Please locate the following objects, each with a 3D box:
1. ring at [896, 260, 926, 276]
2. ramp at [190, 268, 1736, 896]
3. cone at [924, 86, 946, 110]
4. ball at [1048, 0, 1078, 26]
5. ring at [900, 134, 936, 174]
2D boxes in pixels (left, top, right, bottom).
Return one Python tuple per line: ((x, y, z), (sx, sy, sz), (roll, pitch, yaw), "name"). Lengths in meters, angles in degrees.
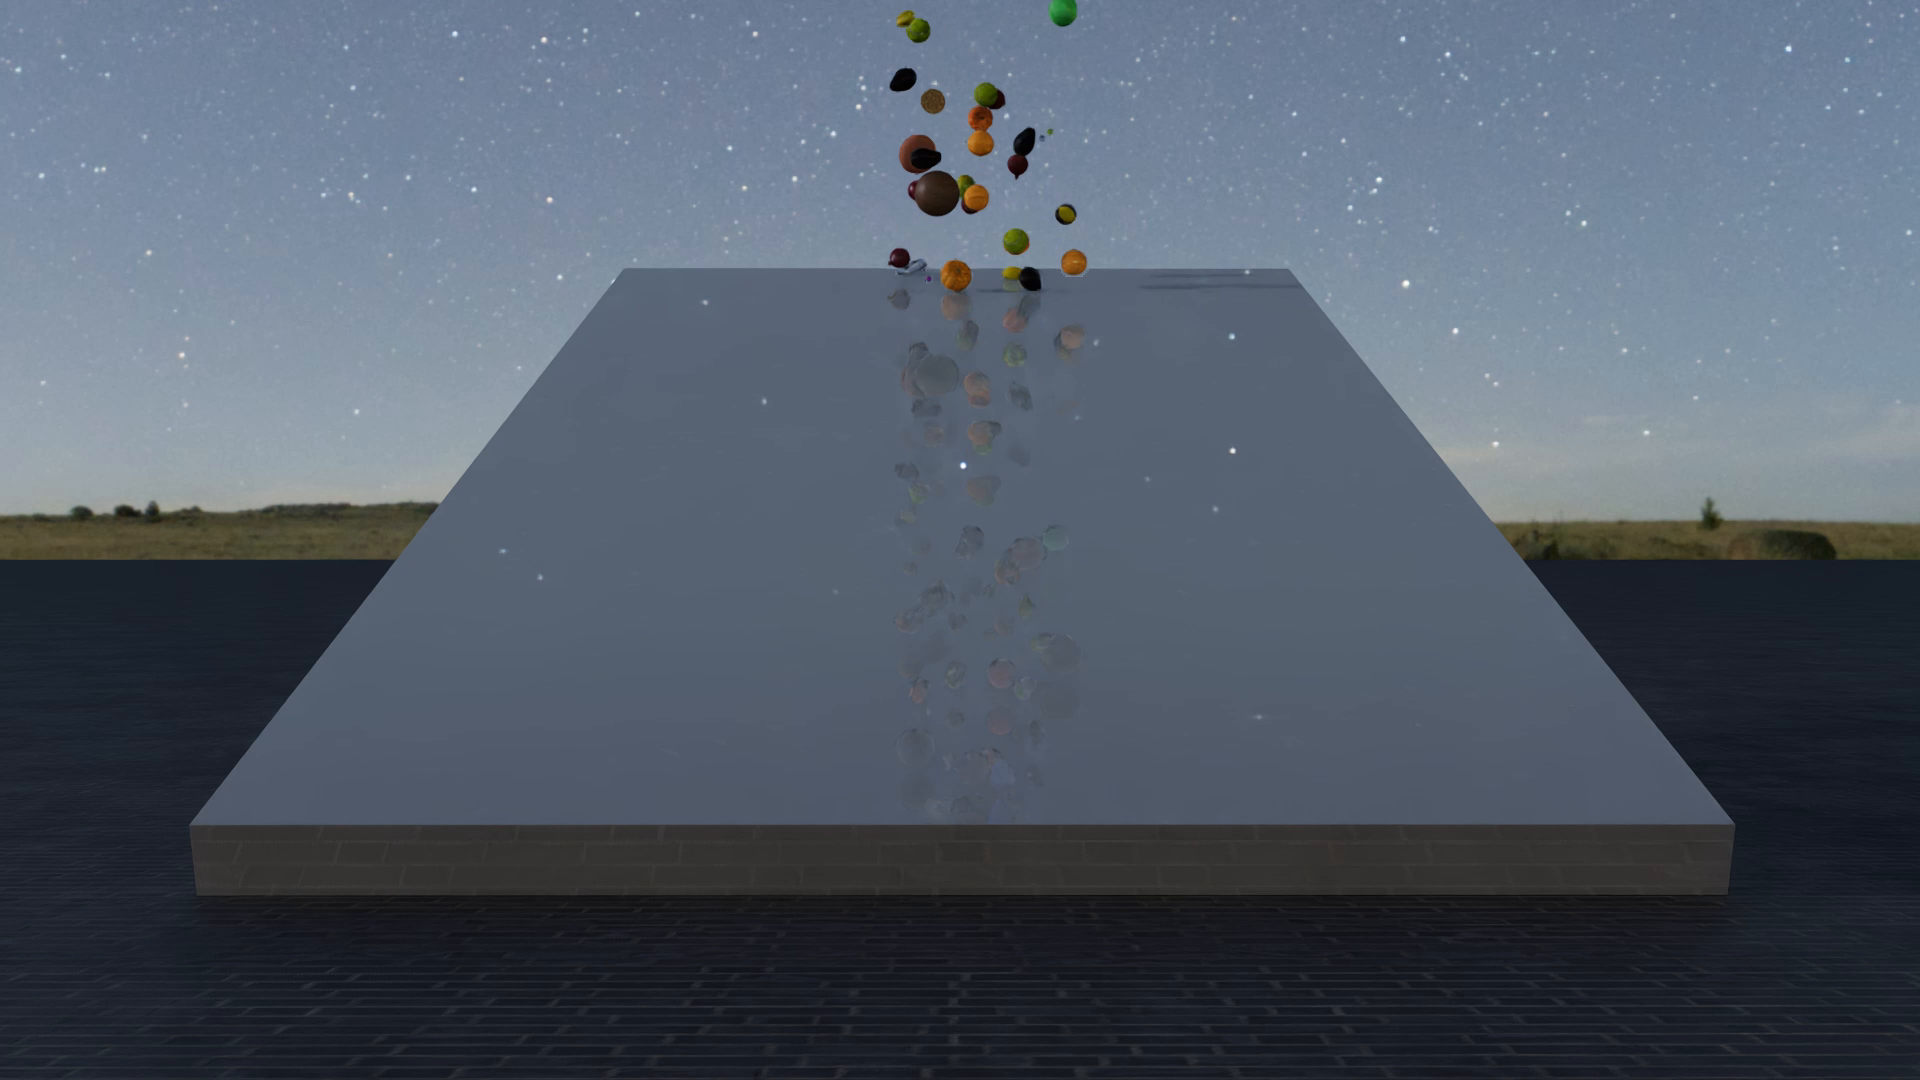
((-0.144, -0.808, 6.588), (0.092, 0.031, 0.092), (-17, 8, 2), "ring")
((-0.003, -0.177, 4.803), (2.000, 0.100, 4.000), (0, 17, 0), "ramp")
((-0.087, -1.275, 6.505), (0.072, 0.072, 0.072), (0, -22, -27), "cone")
((0.289, -1.480, 6.229), (0.082, 0.082, 0.082), (0, 0, 0), "ball")
((-0.125, -1.143, 6.593), (0.118, 0.118, 0.039), (0, 21, -28), "ring")
